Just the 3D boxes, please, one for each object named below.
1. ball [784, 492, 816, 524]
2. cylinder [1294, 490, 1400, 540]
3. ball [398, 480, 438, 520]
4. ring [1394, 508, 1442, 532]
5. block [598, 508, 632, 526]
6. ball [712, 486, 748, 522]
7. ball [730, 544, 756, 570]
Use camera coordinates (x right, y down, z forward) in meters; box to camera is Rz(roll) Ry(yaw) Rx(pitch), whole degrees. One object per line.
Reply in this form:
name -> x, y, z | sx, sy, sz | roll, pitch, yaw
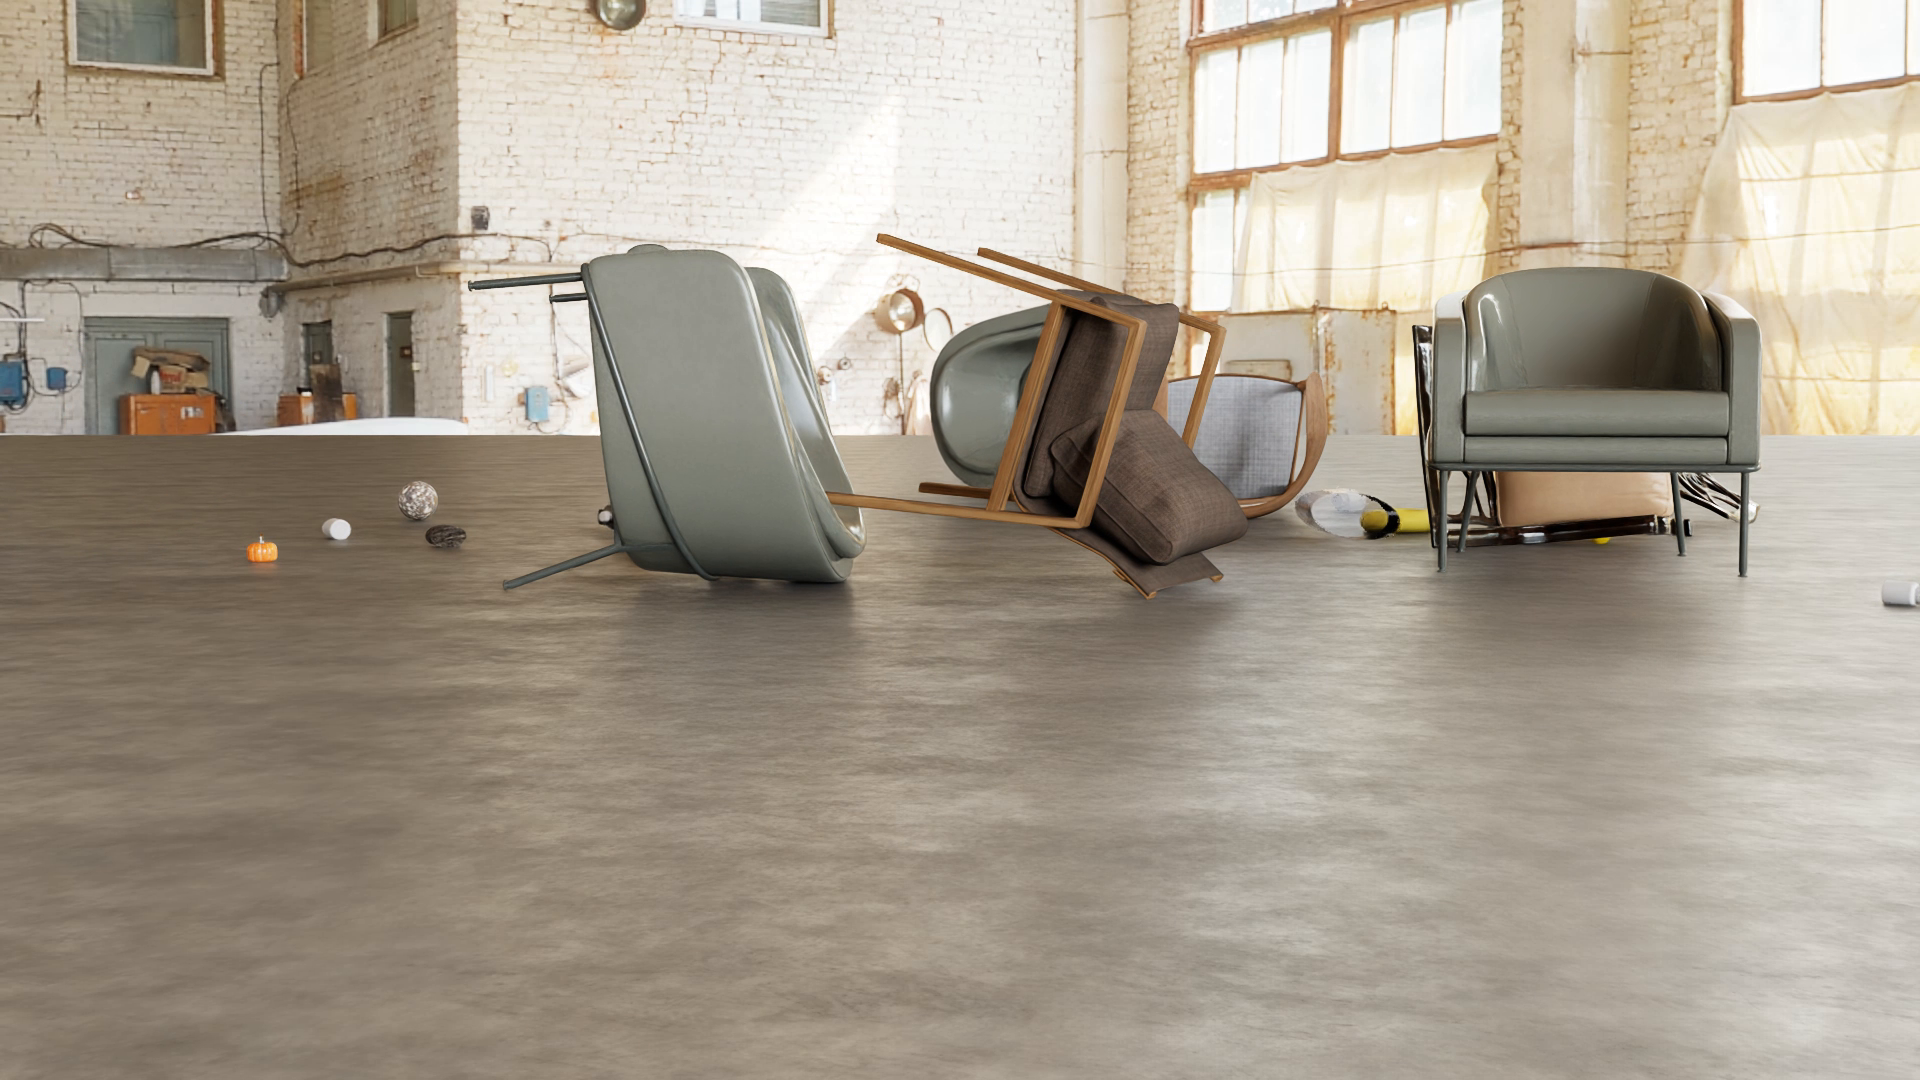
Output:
ball -> -0.530, -0.104, 7.285 | 0.106, 0.106, 0.106 | 0, 4, 0
cylinder -> 1.168, -0.078, 6.649 | 0.272, 0.137, 0.217 | 9, 3, -4
ball -> -1.858, -0.135, 7.535 | 0.134, 0.134, 0.134 | 0, 4, 0
ring -> 1.384, -0.062, 6.956 | 0.282, 0.068, 0.295 | 1, 3, 4
block -> -1.142, -0.076, 7.281 | 0.070, 0.052, 0.081 | 3, 5, 40
ball -> -0.773, -0.119, 7.378 | 0.122, 0.122, 0.122 | 0, 4, 0
ball -> -0.539, 0.042, 5.459 | 0.065, 0.065, 0.065 | 0, 4, 0
